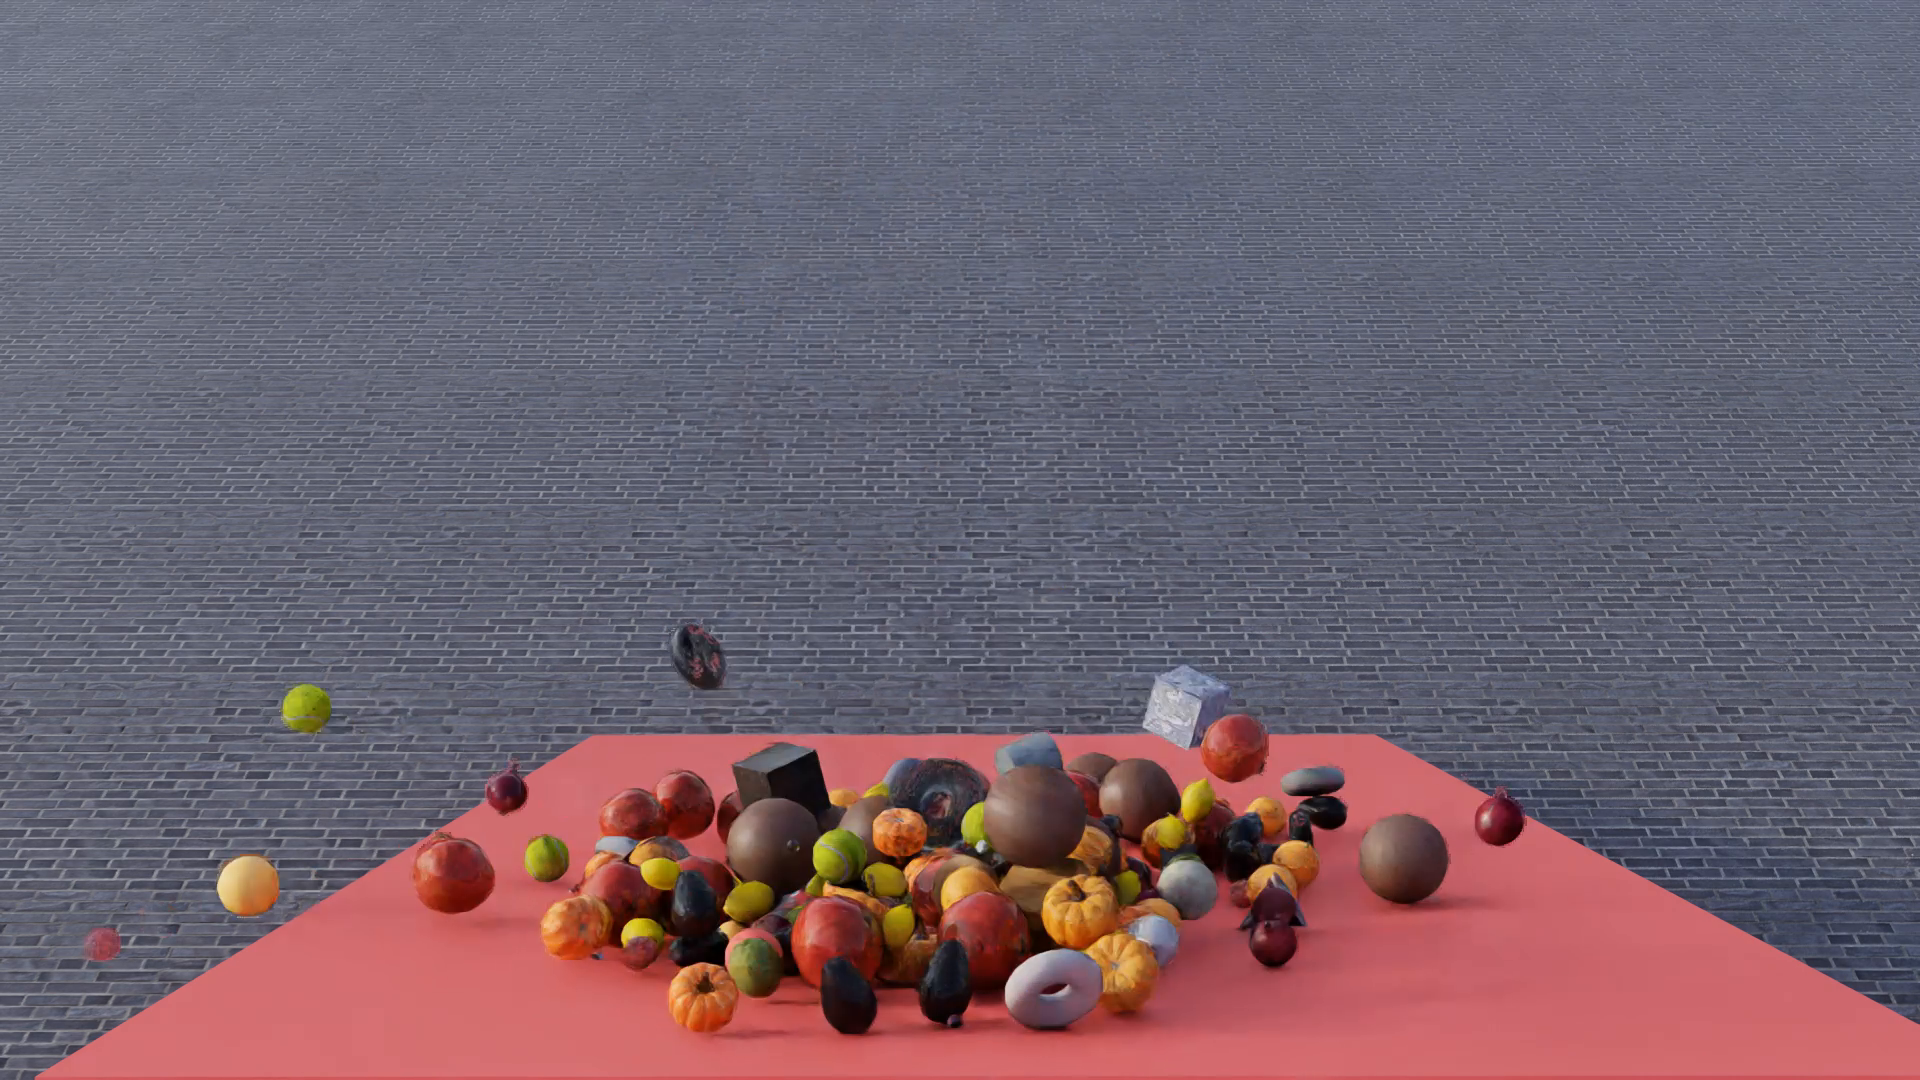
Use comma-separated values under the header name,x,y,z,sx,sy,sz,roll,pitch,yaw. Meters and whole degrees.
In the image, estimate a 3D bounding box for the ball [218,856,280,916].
name,x,y,z,sx,sy,sz,roll,pitch,yaw
ball,-1.010,0.491,3.669,0.086,0.086,0.086,0,28,0

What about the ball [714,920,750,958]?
name,x,y,z,sx,sy,sz,roll,pitch,yaw
ball,-0.287,0.509,3.285,0.051,0.051,0.051,0,28,0

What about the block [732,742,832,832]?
name,x,y,z,sx,sy,sz,roll,pitch,yaw
block,-0.266,0.367,3.853,0.093,0.093,0.093,-24,18,-34

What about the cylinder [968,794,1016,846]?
name,x,y,z,sx,sy,sz,roll,pitch,yaw
cylinder,0.051,0.446,4.062,0.069,0.069,0.069,4,19,-1

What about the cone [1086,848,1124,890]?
name,x,y,z,sx,sy,sz,roll,pitch,yaw
cone,0.217,0.512,3.906,0.071,0.071,0.071,27,33,5

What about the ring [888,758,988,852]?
name,x,y,z,sx,sy,sz,roll,pitch,yaw
ring,-0.033,0.383,3.731,0.147,0.049,0.147,-5,57,7

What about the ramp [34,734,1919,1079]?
name,x,y,z,sx,sy,sz,roll,pitch,yaw
ramp,0.063,0.570,4.611,2.000,0.100,4.000,0,1,0

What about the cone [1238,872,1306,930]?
name,x,y,z,sx,sy,sz,roll,pitch,yaw
cone,0.414,0.510,3.516,0.083,0.083,0.083,-32,27,10

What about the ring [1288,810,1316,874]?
name,x,y,z,sx,sy,sz,roll,pitch,yaw
ring,0.522,0.461,3.939,0.033,0.098,0.098,-8,27,7

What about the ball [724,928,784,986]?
name,x,y,z,sx,sy,sz,roll,pitch,yaw
ball,-0.248,0.502,3.106,0.070,0.070,0.070,0,28,0

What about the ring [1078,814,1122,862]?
name,x,y,z,sx,sy,sz,roll,pitch,yaw
ring,0.217,0.467,3.985,0.033,0.098,0.098,32,38,19

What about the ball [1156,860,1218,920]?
name,x,y,z,sx,sy,sz,roll,pitch,yaw
ball,0.303,0.467,3.444,0.081,0.081,0.081,0,28,0

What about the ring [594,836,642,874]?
name,x,y,z,sx,sy,sz,roll,pitch,yaw
ring,-0.510,0.491,3.998,0.115,0.115,0.038,9,65,15

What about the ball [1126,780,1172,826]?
name,x,y,z,sx,sy,sz,roll,pitch,yaw
ball,0.345,0.477,4.696,0.084,0.084,0.084,0,28,0

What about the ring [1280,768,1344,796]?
name,x,y,z,sx,sy,sz,roll,pitch,yaw
ring,0.626,0.430,4.587,0.114,0.038,0.114,-5,-15,-1

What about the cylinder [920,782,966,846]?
name,x,y,z,sx,sy,sz,roll,pitch,yaw
cylinder,-0.030,0.466,4.409,0.077,0.077,0.077,0,46,1

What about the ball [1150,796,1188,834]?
name,x,y,z,sx,sy,sz,roll,pitch,yaw
ball,0.370,0.487,4.568,0.067,0.067,0.067,0,28,0

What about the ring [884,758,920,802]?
name,x,y,z,sx,sy,sz,roll,pitch,yaw
ring,-0.086,0.418,4.359,0.103,0.103,0.034,-26,8,-39

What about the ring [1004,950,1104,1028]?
name,x,y,z,sx,sy,sz,roll,pitch,yaw
ring,0.103,0.492,2.830,0.112,0.112,0.037,-7,42,-13

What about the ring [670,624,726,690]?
name,x,y,z,sx,sy,sz,roll,pitch,yaw
ring,-0.431,0.193,4.253,0.039,0.118,0.118,-32,17,25

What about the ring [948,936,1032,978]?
name,x,y,z,sx,sy,sz,roll,pitch,yaw
ring,0.039,0.513,3.173,0.108,0.036,0.108,12,-6,1

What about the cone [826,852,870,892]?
name,x,y,z,sx,sy,sz,roll,pitch,yaw
cone,-0.135,0.440,3.339,0.053,0.053,0.053,-36,26,21

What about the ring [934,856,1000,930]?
name,x,y,z,sx,sy,sz,roll,pitch,yaw
ring,0.010,0.450,3.286,0.098,0.098,0.033,15,16,25

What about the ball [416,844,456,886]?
name,x,y,z,sx,sy,sz,roll,pitch,yaw
ball,-0.801,0.497,3.949,0.062,0.062,0.062,0,28,0

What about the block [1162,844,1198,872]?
name,x,y,z,sx,sy,sz,roll,pitch,yaw
block,0.328,0.491,3.860,0.052,0.052,0.052,0,53,6

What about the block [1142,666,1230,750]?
name,x,y,z,sx,sy,sz,roll,pitch,yaw
block,0.395,0.292,4.504,0.098,0.098,0.098,26,25,29

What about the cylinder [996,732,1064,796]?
name,x,y,z,sx,sy,sz,roll,pitch,yaw
cylinder,0.109,0.351,4.060,0.078,0.078,0.078,-20,34,-23

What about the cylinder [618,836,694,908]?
name,x,y,z,sx,sy,sz,roll,pitch,yaw
cylinder,-0.441,0.483,3.758,0.093,0.093,0.093,2,1,4

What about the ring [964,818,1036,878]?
name,x,y,z,sx,sy,sz,roll,pitch,yaw
ring,0.053,0.457,3.764,0.135,0.045,0.135,-37,6,4

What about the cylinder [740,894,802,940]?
name,x,y,z,sx,sy,sz,roll,pitch,yaw
cylinder,-0.252,0.501,3.429,0.061,0.061,0.061,15,5,25

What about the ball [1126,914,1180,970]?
name,x,y,z,sx,sy,sz,roll,pitch,yaw
ball,0.238,0.498,3.199,0.067,0.067,0.067,0,28,0

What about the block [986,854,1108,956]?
name,x,y,z,sx,sy,sz,roll,pitch,yaw
block,0.110,0.465,3.240,0.096,0.096,0.096,2,39,35
